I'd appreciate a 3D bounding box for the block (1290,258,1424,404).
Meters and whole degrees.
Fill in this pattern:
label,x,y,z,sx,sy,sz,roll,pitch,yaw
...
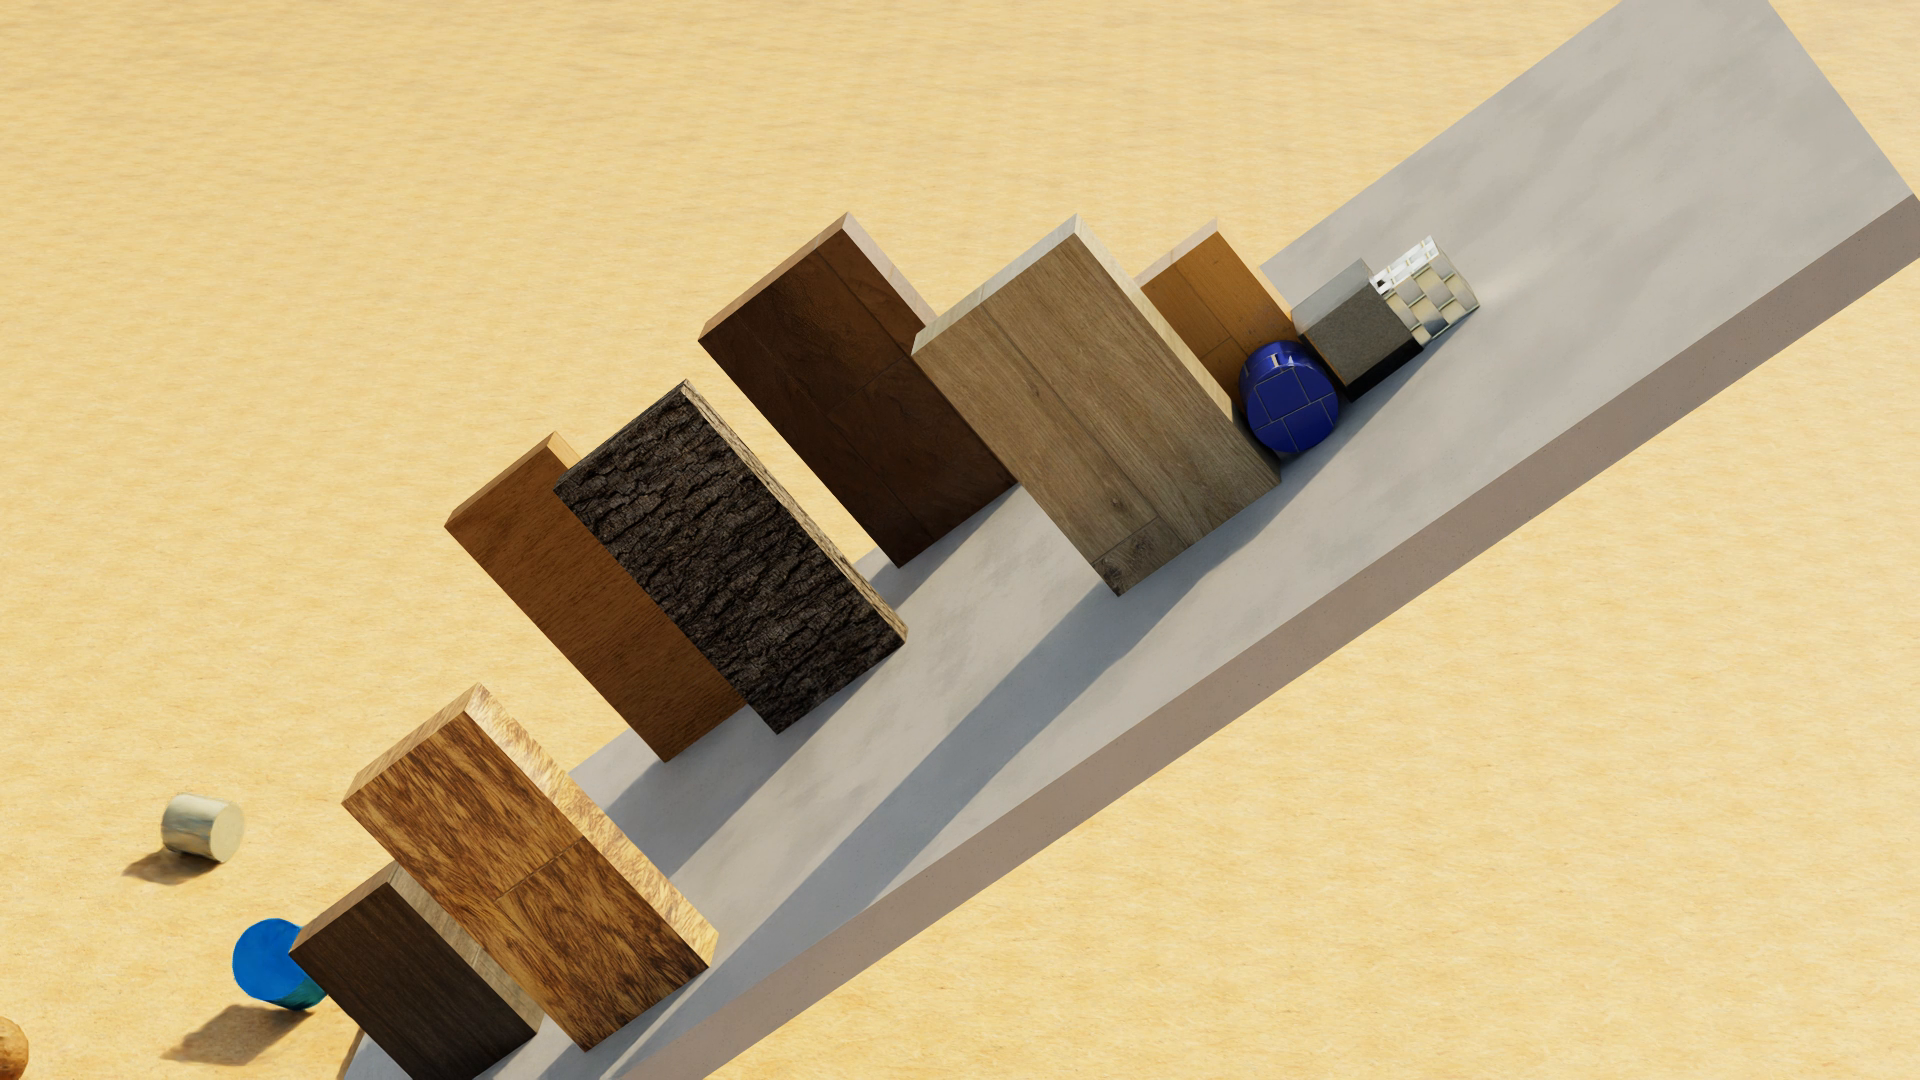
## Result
label,x,y,z,sx,sy,sz,roll,pitch,yaw
block,0.791,-0.419,5.876,0.178,0.178,0.178,-37,16,14

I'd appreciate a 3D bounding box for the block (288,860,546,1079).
label,x,y,z,sx,sy,sz,roll,pitch,yaw
block,-1.151,0.938,6.254,0.295,0.465,0.106,-36,16,18

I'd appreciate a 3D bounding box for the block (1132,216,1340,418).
label,x,y,z,sx,sy,sz,roll,pitch,yaw
block,0.533,-0.399,5.978,0.295,0.419,0.097,-36,16,18

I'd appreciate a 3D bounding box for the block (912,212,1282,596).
label,x,y,z,sx,sy,sz,roll,pitch,yaw
block,0.272,-0.260,5.792,0.406,0.650,0.126,-36,16,18

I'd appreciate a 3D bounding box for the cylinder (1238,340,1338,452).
label,x,y,z,sx,sy,sz,roll,pitch,yaw
cylinder,0.651,-0.287,5.846,0.179,0.179,0.179,0,20,0

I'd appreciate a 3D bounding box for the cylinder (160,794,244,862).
label,x,y,z,sx,sy,sz,roll,pitch,yaw
cylinder,-2.066,0.786,8.027,0.159,0.159,0.159,9,25,20

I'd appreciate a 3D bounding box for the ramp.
label,x,y,z,sx,sy,sz,roll,pitch,yaw
ramp,0.120,0.185,6.341,4.000,0.100,2.000,-36,16,18

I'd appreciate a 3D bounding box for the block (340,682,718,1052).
label,x,y,z,sx,sy,sz,roll,pitch,yaw
block,-0.848,0.655,5.838,0.337,0.715,0.126,-36,16,18

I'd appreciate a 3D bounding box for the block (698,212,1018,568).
label,x,y,z,sx,sy,sz,roll,pitch,yaw
block,-0.205,-0.350,6.991,0.449,0.740,0.132,-36,16,18

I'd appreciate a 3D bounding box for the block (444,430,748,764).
label,x,y,z,sx,sy,sz,roll,pitch,yaw
block,-0.836,0.142,7.048,0.337,0.793,0.099,-36,16,18

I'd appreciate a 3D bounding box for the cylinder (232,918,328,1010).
label,x,y,z,sx,sy,sz,roll,pitch,yaw
cylinder,-1.669,1.051,7.273,0.200,0.200,0.200,4,-15,9

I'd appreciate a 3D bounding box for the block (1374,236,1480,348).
label,x,y,z,sx,sy,sz,roll,pitch,yaw
block,0.926,-0.493,5.832,0.138,0.138,0.138,-37,16,14

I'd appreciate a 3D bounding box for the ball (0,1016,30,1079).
label,x,y,z,sx,sy,sz,roll,pitch,yaw
ball,-2.299,1.218,6.967,0.182,0.182,0.182,0,24,0

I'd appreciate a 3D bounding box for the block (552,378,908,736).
label,x,y,z,sx,sy,sz,roll,pitch,yaw
block,-0.510,0.045,6.594,0.384,0.766,0.080,-36,16,18
